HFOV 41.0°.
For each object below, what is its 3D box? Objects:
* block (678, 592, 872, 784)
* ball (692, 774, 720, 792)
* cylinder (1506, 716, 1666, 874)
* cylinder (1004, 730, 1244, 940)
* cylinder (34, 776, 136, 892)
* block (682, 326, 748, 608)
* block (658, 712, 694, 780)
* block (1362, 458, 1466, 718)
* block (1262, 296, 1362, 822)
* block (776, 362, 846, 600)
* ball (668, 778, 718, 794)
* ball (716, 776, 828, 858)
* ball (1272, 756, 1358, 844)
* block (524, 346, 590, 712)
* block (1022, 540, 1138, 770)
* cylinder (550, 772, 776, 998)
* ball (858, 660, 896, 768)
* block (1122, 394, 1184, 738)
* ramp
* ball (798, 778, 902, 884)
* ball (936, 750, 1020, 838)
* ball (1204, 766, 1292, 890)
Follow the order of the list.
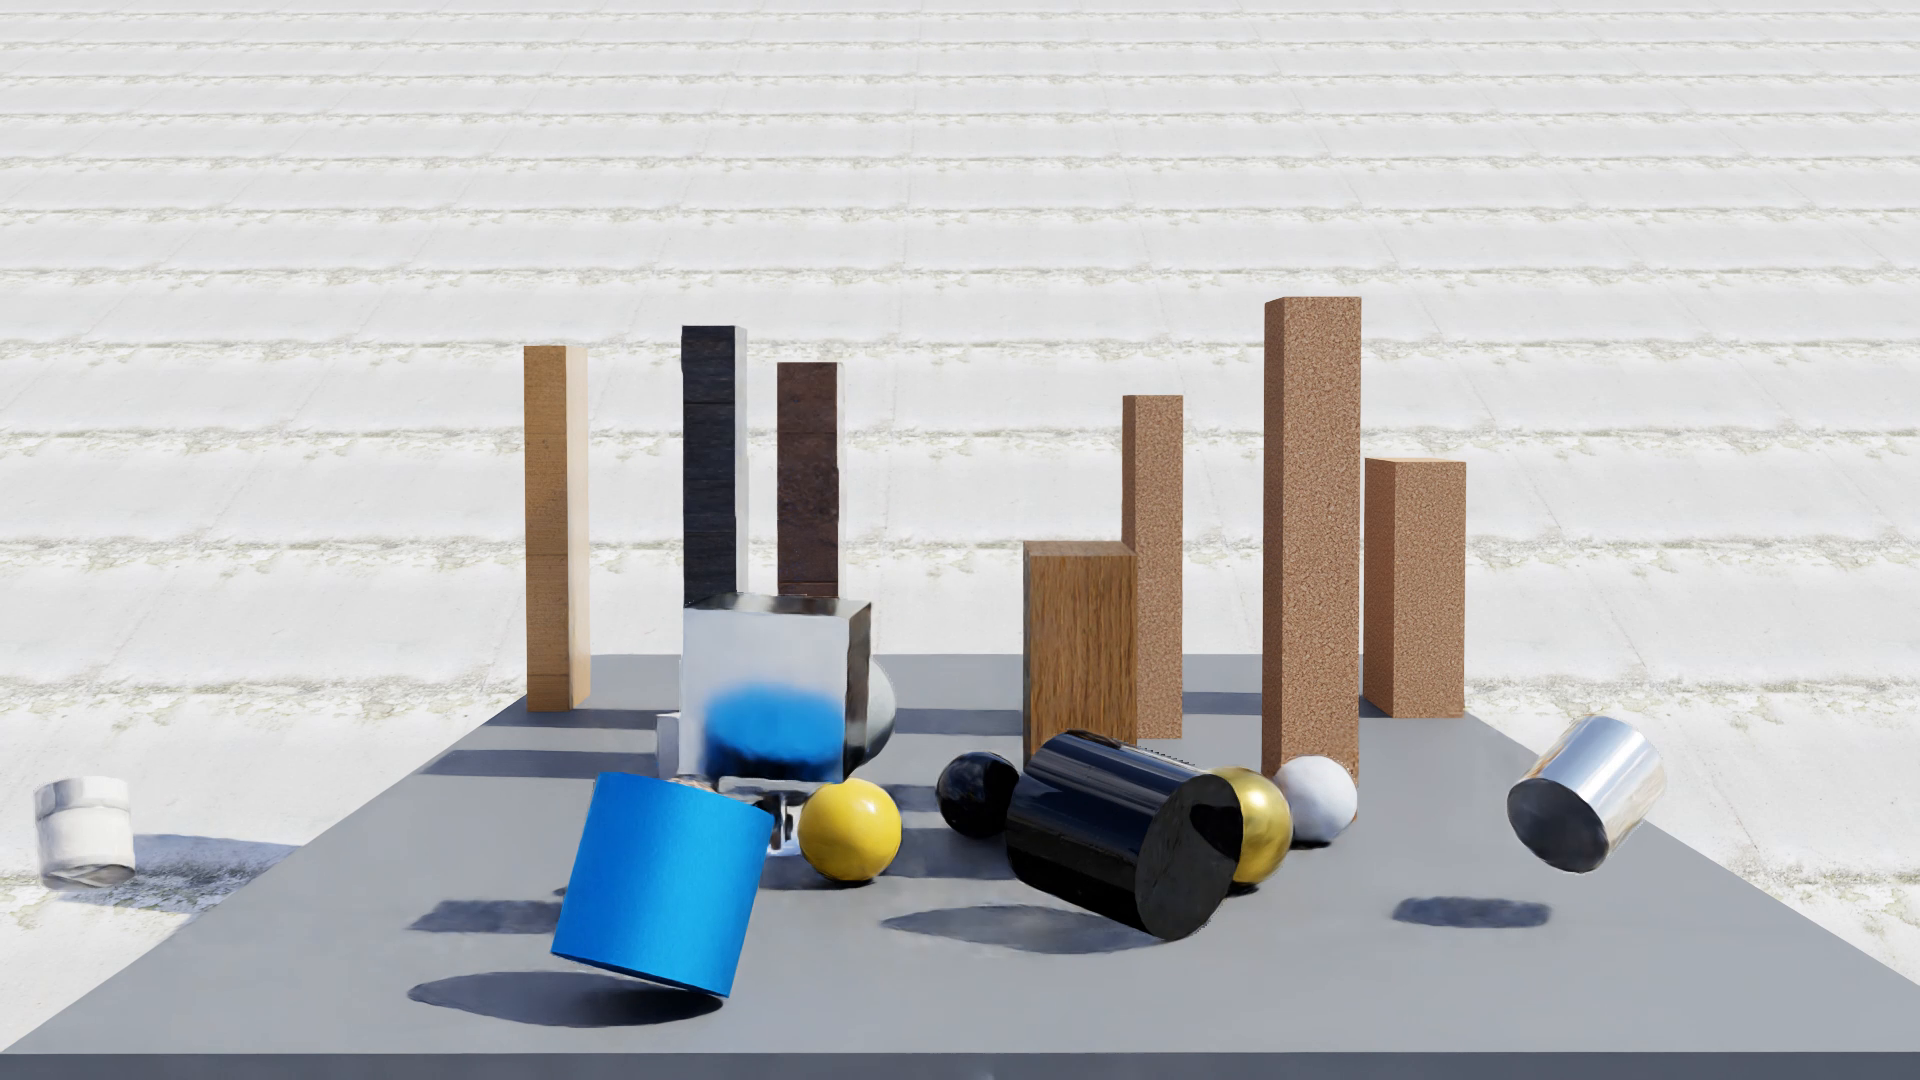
[{"bbox_3d":[-0.222,0.177,3.131,0.197,0.197,0.197,3,5,6],"label":"block"},{"bbox_3d":[-0.332,0.365,3.859,0.137,0.137,0.137,0,21,0],"label":"ball"},{"bbox_3d":[0.778,0.315,3.194,0.141,0.141,0.141,18,43,39],"label":"cylinder"},{"bbox_3d":[0.198,0.354,3.104,0.204,0.204,0.204,16,26,41],"label":"cylinder"},{"bbox_3d":[-1.233,0.414,3.622,0.127,0.127,0.127,-11,-20,-4],"label":"cylinder"},{"bbox_3d":[-0.487,-0.030,5.143,0.103,0.789,0.297,0,3,0],"label":"block"},{"bbox_3d":[-0.424,0.351,4.315,0.116,0.116,0.116,3,4,40],"label":"block"},{"bbox_3d":[0.948,0.091,5.384,0.143,0.519,0.392,0,3,0],"label":"block"},{"bbox_3d":[0.548,0.024,4.026,0.116,0.799,0.255,0,3,0],"label":"block"},{"bbox_3d":[-0.254,0.048,4.451,0.102,0.707,0.316,0,3,0],"label":"block"},{"bbox_3d":[-0.367,0.386,3.343,0.152,0.152,0.152,0,21,0],"label":"ball"},{"bbox_3d":[-0.253,0.357,3.622,0.178,0.178,0.178,0,21,0],"label":"ball"},{"bbox_3d":[0.510,0.376,3.723,0.129,0.129,0.129,0,21,0],"label":"ball"},{"bbox_3d":[-0.854,-0.031,5.458,0.088,0.756,0.308,0,3,0],"label":"block"},{"bbox_3d":[0.164,0.229,3.611,0.142,0.436,0.372,0,3,0],"label":"block"},{"bbox_3d":[-0.316,0.368,2.739,0.195,0.195,0.195,13,-13,3],"label":"cylinder"},{"bbox_3d":[-0.206,0.278,4.203,0.203,0.203,0.203,0,21,0],"label":"ball"},{"bbox_3d":[0.377,0.041,5.067,0.090,0.653,0.395,0,3,0],"label":"block"},{"bbox_3d":[0.049,0.447,4.532,2.000,0.100,4.000,0,3,0],"label":"ramp"},{"bbox_3d":[-0.147,0.387,3.427,0.140,0.140,0.140,0,21,0],"label":"ball"},{"bbox_3d":[0.029,0.373,3.780,0.129,0.129,0.129,0,21,0],"label":"ball"},{"bbox_3d":[0.355,0.378,3.377,0.163,0.163,0.163,0,21,0],"label":"ball"}]
